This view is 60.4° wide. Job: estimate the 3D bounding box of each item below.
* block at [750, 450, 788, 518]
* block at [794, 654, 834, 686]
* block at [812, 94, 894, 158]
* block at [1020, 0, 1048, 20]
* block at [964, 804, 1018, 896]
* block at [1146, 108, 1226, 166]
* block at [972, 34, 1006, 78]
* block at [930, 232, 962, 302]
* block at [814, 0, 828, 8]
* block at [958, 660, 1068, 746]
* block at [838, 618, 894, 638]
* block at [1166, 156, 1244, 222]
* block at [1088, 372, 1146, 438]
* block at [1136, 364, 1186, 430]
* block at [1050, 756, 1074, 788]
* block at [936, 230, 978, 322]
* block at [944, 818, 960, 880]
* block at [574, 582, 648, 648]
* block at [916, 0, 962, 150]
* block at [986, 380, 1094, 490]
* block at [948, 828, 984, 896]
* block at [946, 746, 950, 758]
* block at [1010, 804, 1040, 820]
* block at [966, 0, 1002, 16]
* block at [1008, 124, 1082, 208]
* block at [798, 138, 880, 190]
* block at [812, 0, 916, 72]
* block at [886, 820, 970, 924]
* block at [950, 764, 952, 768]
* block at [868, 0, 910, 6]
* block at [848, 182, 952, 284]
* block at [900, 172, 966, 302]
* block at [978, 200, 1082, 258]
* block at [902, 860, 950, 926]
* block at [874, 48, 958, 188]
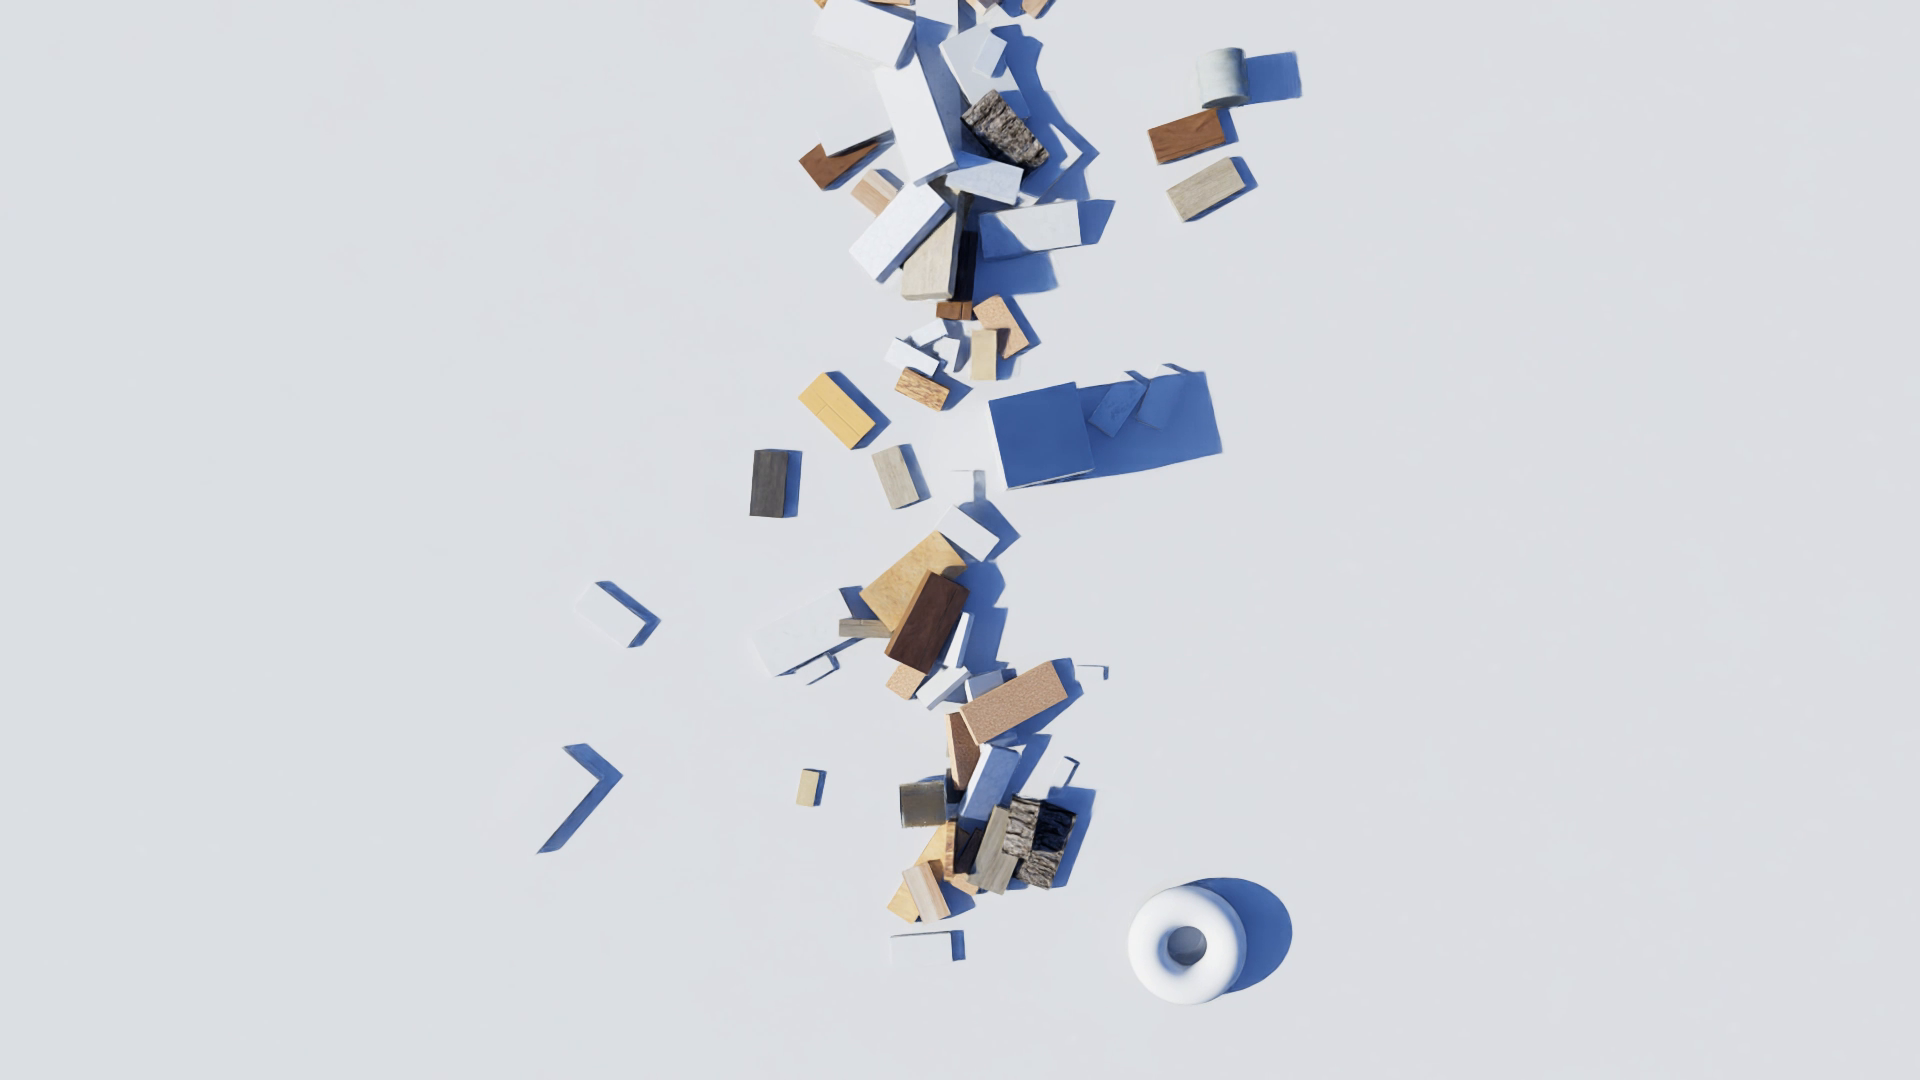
[{"bbox_3d":[-0.636,-0.185,5.484,0.110,0.031,0.220,4,90,0],"label":"block"},{"bbox_3d":[-0.484,0.431,5.492,0.117,0.017,0.059,-30,90,0],"label":"block"},{"bbox_3d":[-0.350,-1.368,5.448,0.245,0.035,0.122,-23,90,0],"label":"block"},{"bbox_3d":[0.303,-1.860,5.491,0.064,0.018,0.262,37,90,0],"label":"block"},{"bbox_3d":[0.129,1.026,5.452,0.134,0.038,0.268,22,91,-10],"label":"block"},{"bbox_3d":[0.752,-1.341,5.483,0.235,0.033,0.117,-18,90,0],"label":"block"},{"bbox_3d":[0.098,-1.592,5.421,0.064,0.018,0.129,26,85,-9],"label":"block"},{"bbox_3d":[-0.070,-0.906,5.451,0.116,0.033,0.232,10,92,31],"label":"block"},{"bbox_3d":[-0.426,-1.854,5.490,0.169,0.019,0.068,-45,90,0],"label":"block"},{"bbox_3d":[0.176,0.536,5.432,0.344,0.038,0.134,-27,93,-15],"label":"block"},{"bbox_3d":[-0.259,0.296,5.460,0.287,0.017,0.058,3,84,-12],"label":"block"},{"bbox_3d":[0.815,-1.166,5.483,0.235,0.033,0.117,-29,90,0],"label":"block"},{"bbox_3d":[0.525,-0.451,5.486,0.099,0.028,0.199,34,90,0],"label":"block"},{"bbox_3d":[0.669,-0.474,5.486,0.099,0.028,0.199,23,90,0],"label":"block"},{"bbox_3d":[0.341,0.774,5.493,0.046,0.013,0.093,28,90,0],"label":"block"},{"bbox_3d":[-0.010,-0.880,5.484,0.116,0.033,0.294,5,90,0],"label":"block"},{"bbox_3d":[-0.027,1.014,5.423,0.027,0.095,0.189,3,90,8],"label":"block"},{"bbox_3d":[-1.162,0.251,5.484,0.220,0.031,0.110,38,90,0],"label":"block"},{"bbox_3d":[-0.072,-1.578,5.480,0.139,0.039,0.584,-2,90,0],"label":"block"},{"bbox_3d":[0.258,-0.333,5.358,0.284,0.284,0.284,-13,90,0],"label":"block"},{"bbox_3d":[0.050,1.071,5.486,0.101,0.029,0.202,29,90,0],"label":"block"},{"bbox_3d":[-0.012,0.666,5.478,0.058,0.017,0.117,6,82,1],"label":"block"},{"bbox_3d":[0.215,0.899,5.456,0.093,0.046,0.013,42,117,32],"label":"block"},{"bbox_3d":[0.024,-1.873,5.451,0.277,0.039,0.139,44,63,0],"label":"block"},{"bbox_3d":[0.254,-1.228,5.480,0.143,0.041,0.286,44,90,0],"label":"block"},{"bbox_3d":[-0.403,-1.286,5.483,0.245,0.035,0.122,-39,90,0],"label":"block"},{"bbox_3d":[-0.315,-1.678,5.440,0.312,0.044,0.156,25,90,14],"label":"block"},{"bbox_3d":[-0.105,1.102,5.486,0.101,0.029,0.354,33,90,0],"label":"block"},{"bbox_3d":[-0.003,0.746,5.492,0.059,0.017,0.117,1,90,0],"label":"block"},{"bbox_3d":[-0.234,-1.819,5.490,0.136,0.019,0.068,4,90,0],"label":"block"},{"bbox_3d":[-0.198,-1.013,5.383,0.337,0.048,0.168,-47,57,10],"label":"block"},{"bbox_3d":[-0.081,-1.023,5.383,0.168,0.048,0.493,-1,74,25],"label":"block"},{"bbox_3d":[0.231,-1.030,5.456,0.324,0.041,0.143,-8,111,0],"label":"block"},{"bbox_3d":[-0.112,1.168,5.458,0.095,0.027,0.189,-24,90,0],"label":"block"},{"bbox_3d":[-0.145,-1.379,5.387,0.156,0.044,0.449,-24,71,15],"label":"block"}]
